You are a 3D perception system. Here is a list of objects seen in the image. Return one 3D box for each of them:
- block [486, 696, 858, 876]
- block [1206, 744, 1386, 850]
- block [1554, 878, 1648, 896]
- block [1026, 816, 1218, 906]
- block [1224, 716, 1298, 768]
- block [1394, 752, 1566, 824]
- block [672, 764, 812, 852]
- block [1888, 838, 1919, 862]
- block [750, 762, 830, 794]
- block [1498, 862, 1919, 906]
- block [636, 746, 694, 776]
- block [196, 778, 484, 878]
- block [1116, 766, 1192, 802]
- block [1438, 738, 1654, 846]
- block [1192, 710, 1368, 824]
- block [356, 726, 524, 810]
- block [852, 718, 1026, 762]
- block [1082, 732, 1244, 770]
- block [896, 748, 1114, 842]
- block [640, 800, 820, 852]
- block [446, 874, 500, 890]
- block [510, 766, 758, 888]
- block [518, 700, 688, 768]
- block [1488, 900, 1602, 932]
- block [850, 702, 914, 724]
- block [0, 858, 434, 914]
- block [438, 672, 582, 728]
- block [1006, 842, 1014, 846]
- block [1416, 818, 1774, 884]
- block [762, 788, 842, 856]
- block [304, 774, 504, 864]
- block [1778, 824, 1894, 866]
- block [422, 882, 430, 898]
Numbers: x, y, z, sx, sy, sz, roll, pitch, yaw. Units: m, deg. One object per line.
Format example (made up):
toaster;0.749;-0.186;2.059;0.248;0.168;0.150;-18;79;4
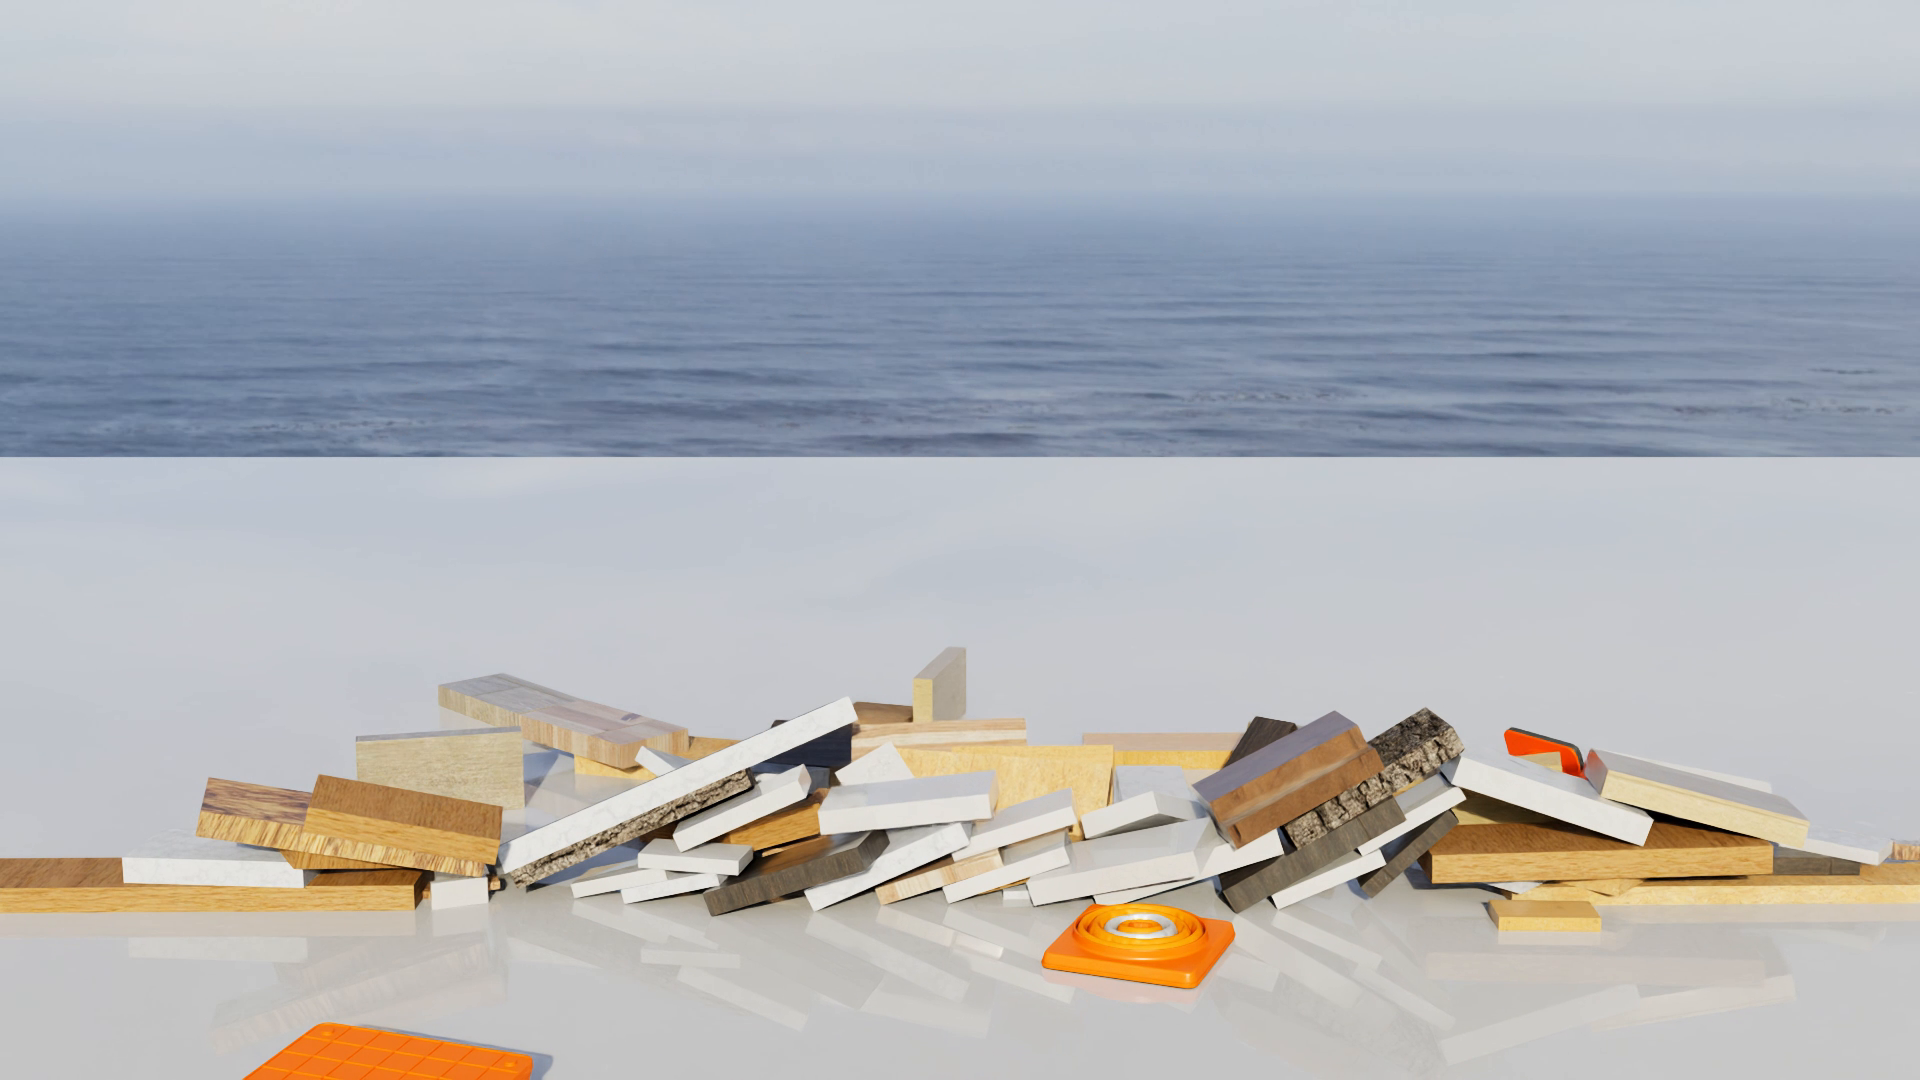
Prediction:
block;-0.498;0.424;3.805;0.664;0.045;0.159;-22;-2;-23
block;0.545;0.408;3.583;0.273;0.039;0.136;-27;8;-5
block;1.097;0.540;3.679;0.111;0.031;0.222;9;14;40
block;0.266;0.523;3.585;0.288;0.041;0.144;-14;11;22
block;0.566;0.420;4.212;0.091;0.026;0.183;7;50;43
block;0.876;0.459;3.785;0.324;0.153;0.043;-8;24;14
block;-0.358;0.441;3.630;0.225;0.032;0.113;-24;7;4
block;1.526;0.529;3.826;0.366;0.026;0.091;2;-1;26
block;-0.351;0.445;4.085;0.146;0.041;0.328;4;-3;10
block;1.405;0.573;3.672;1.001;0.031;0.111;0;11;-1
block;-0.500;0.439;4.113;0.104;0.029;0.208;27;1;38
block;-1.002;0.468;3.583;0.449;0.042;0.150;11;12;-17
block;0.365;0.480;4.163;0.127;0.036;0.255;0;11;1
block;0.954;0.408;3.621;0.330;0.047;0.165;18;9;-3
block;0.522;0.371;3.612;0.273;0.039;0.136;-27;8;-3
block;-0.968;0.434;4.100;0.300;0.150;0.042;-3;11;-14
block;-0.036;0.406;3.985;0.318;0.045;0.159;-3;48;1
block;0.426;0.426;4.446;0.347;0.038;0.135;0;11;-1
block;0.056;0.448;3.828;0.405;0.041;0.144;3;54;11
block;-0.406;0.494;3.840;0.177;0.050;0.354;-11;4;-34
block;-0.815;0.573;3.657;0.091;0.013;0.045;-4;11;-21
block;-0.541;0.479;3.670;0.418;0.032;0.113;-24;-4;-2
block;-0.713;0.385;4.389;0.330;0.047;0.165;10;14;42
block;0.939;0.604;3.533;0.161;0.023;0.081;0;11;2
block;-0.177;0.383;4.570;0.146;0.041;0.292;4;5;10
block;-1.449;0.572;3.649;1.115;0.043;0.151;0;11;-1
block;-0.982;0.356;4.803;0.165;0.047;0.330;-10;14;-42
block;0.125;0.512;3.898;0.307;0.043;0.153;4;21;22
block;1.034;0.510;3.621;0.548;0.047;0.165;-2;9;0
block;-0.214;0.521;3.906;0.177;0.050;0.354;2;11;12
block;-0.899;0.453;3.568;0.302;0.043;0.151;12;12;-13
block;1.472;0.509;3.696;0.161;0.023;0.081;8;13;38
block;-0.845;0.584;3.664;0.091;0.013;0.045;0;11;1
